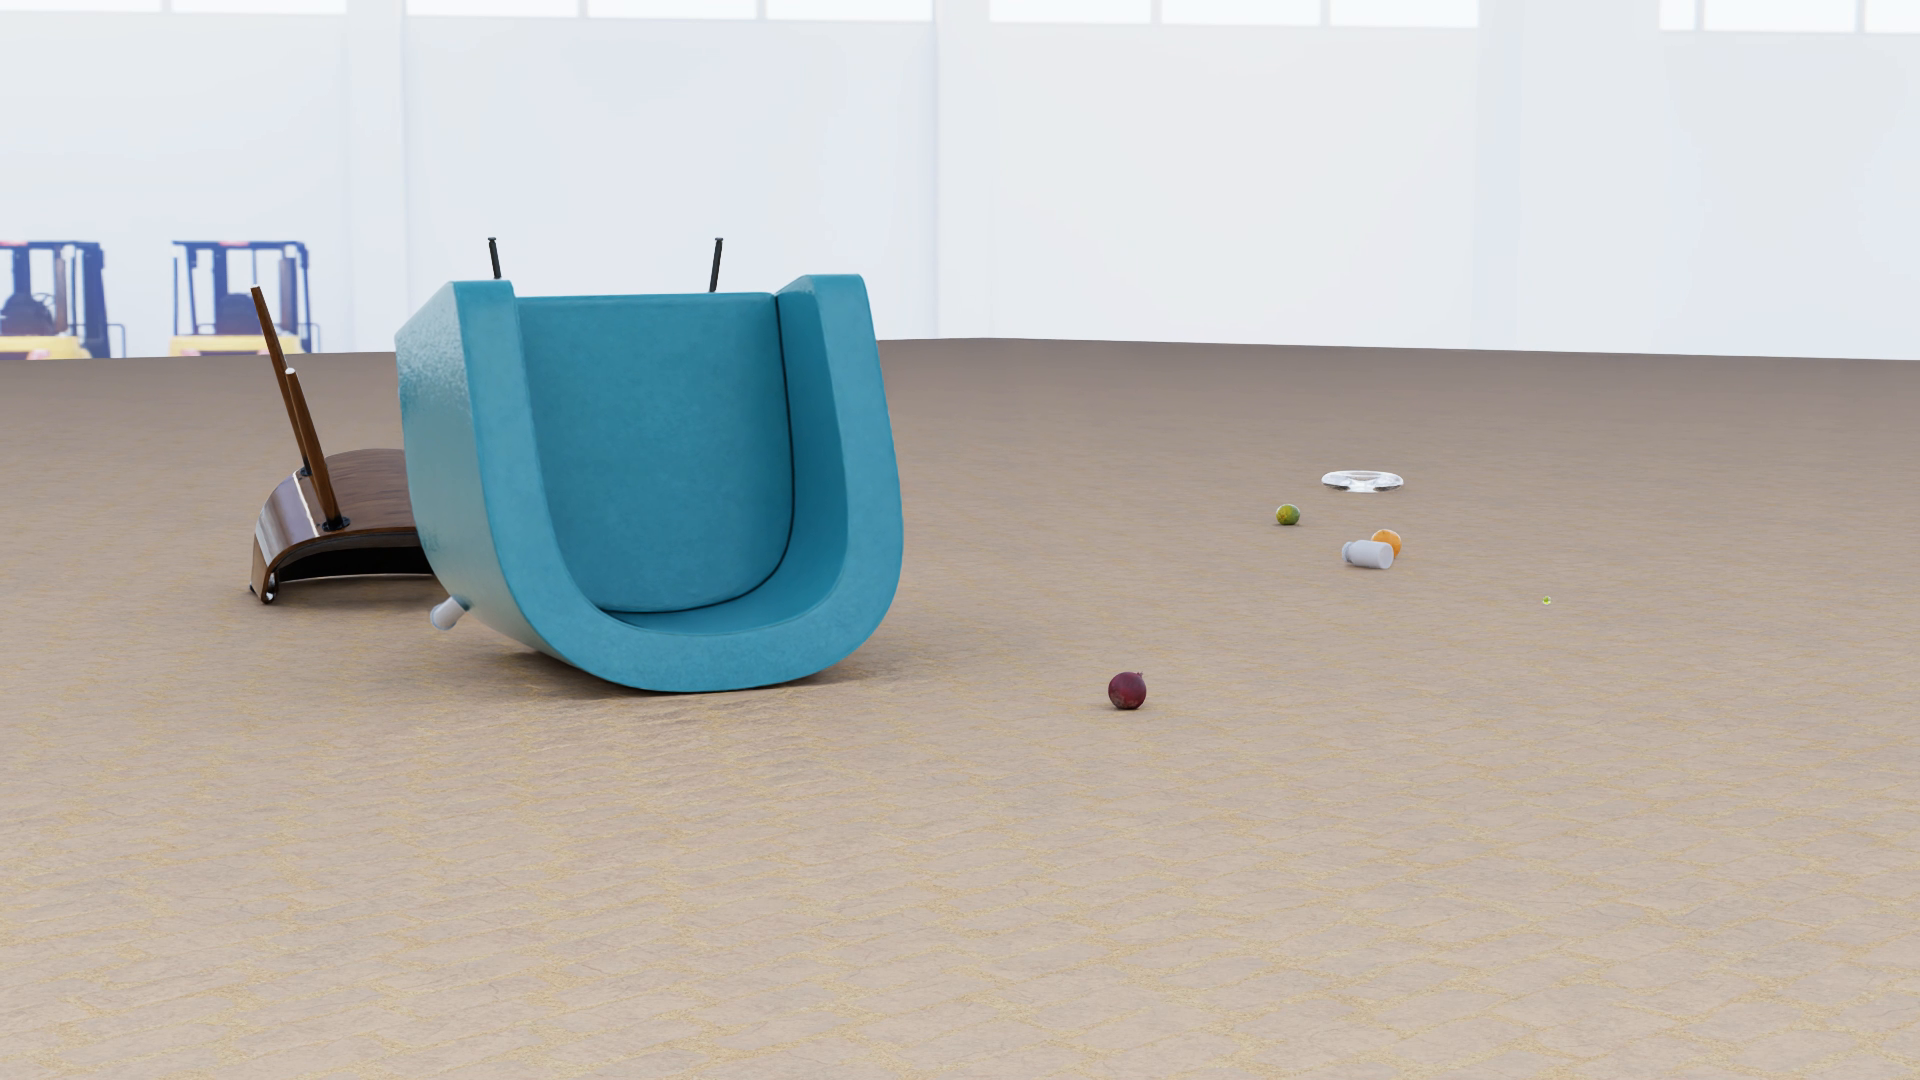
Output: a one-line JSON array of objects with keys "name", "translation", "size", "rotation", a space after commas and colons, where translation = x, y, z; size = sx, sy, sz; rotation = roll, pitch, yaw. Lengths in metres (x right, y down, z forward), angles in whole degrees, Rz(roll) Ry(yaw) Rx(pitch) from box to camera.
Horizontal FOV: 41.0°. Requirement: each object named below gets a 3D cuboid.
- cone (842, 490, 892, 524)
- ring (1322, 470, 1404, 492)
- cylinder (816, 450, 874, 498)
[{"name": "cone", "translation": [-0.275, -0.070, 6.887], "size": [0.162, 0.094, 0.095], "rotation": [-9, -17, -37]}, {"name": "ring", "translation": [1.240, -0.180, 7.909], "size": [0.250, 0.051, 0.256], "rotation": [-1, 7, -12]}, {"name": "cylinder", "translation": [-0.345, -0.199, 7.681], "size": [0.136, 0.136, 0.166], "rotation": [35, 12, 7]}]
